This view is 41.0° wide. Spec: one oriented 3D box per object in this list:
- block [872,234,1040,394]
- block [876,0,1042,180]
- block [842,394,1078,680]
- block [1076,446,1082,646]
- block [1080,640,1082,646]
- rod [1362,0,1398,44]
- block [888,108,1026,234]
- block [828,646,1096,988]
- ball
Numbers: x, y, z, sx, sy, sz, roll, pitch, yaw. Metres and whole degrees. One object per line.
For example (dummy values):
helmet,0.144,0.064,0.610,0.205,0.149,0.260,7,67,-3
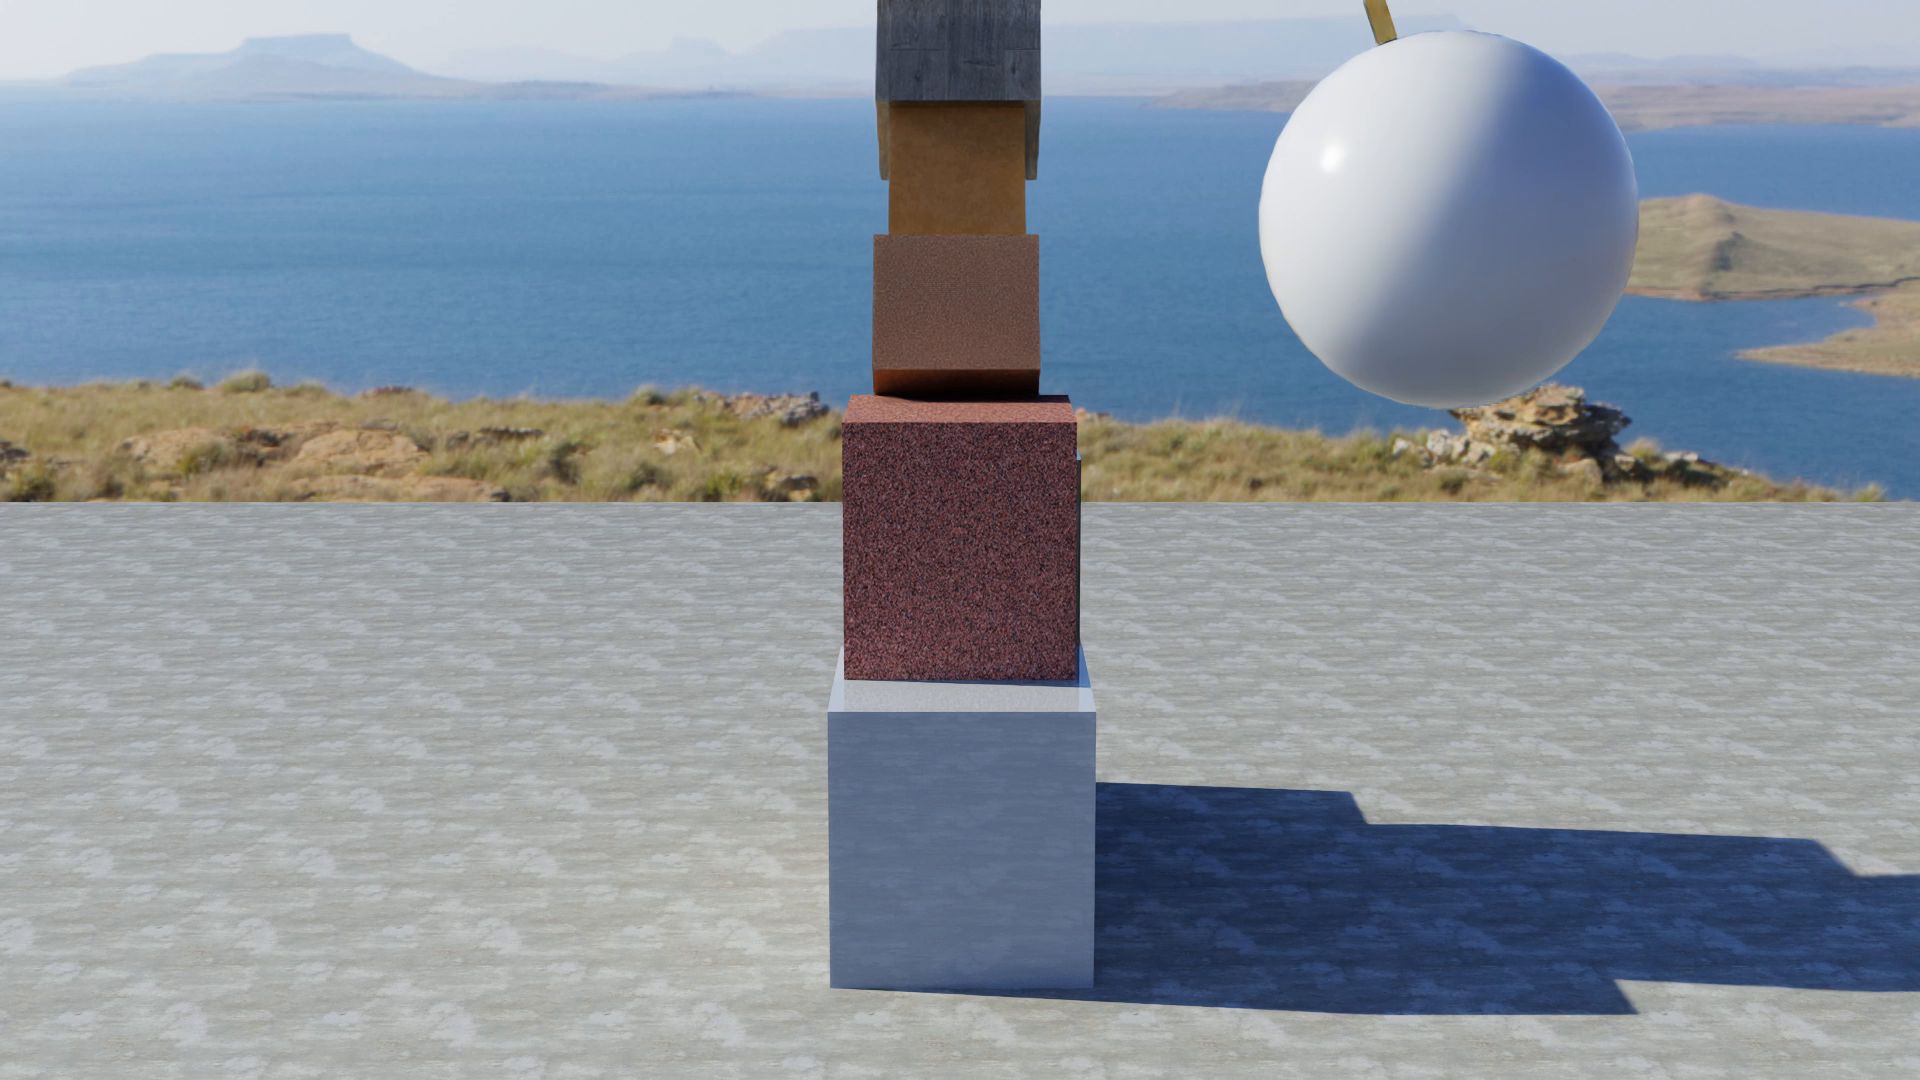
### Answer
block,-0.015,-0.885,11.169,0.703,0.630,0.711,0,-20,0
block,-0.006,-2.146,11.637,0.722,0.767,0.732,0,-20,0
block,-0.002,-0.030,10.634,0.926,1.041,0.882,0,10,0
block,0.013,0.008,11.635,1.016,0.908,1.055,0,10,0
block,0.017,0.979,11.504,1.068,0.957,0.963,0,10,0
rod,0.899,-4.501,10.362,0.080,5.200,0.080,-20,10,4
block,-0.011,-1.483,11.391,0.587,0.647,0.600,0,-20,0
block,0.007,1.096,10.443,1.025,1.107,1.146,0,10,0
ball,2.074,-1.362,10.933,1.600,1.600,1.600,0,10,0
